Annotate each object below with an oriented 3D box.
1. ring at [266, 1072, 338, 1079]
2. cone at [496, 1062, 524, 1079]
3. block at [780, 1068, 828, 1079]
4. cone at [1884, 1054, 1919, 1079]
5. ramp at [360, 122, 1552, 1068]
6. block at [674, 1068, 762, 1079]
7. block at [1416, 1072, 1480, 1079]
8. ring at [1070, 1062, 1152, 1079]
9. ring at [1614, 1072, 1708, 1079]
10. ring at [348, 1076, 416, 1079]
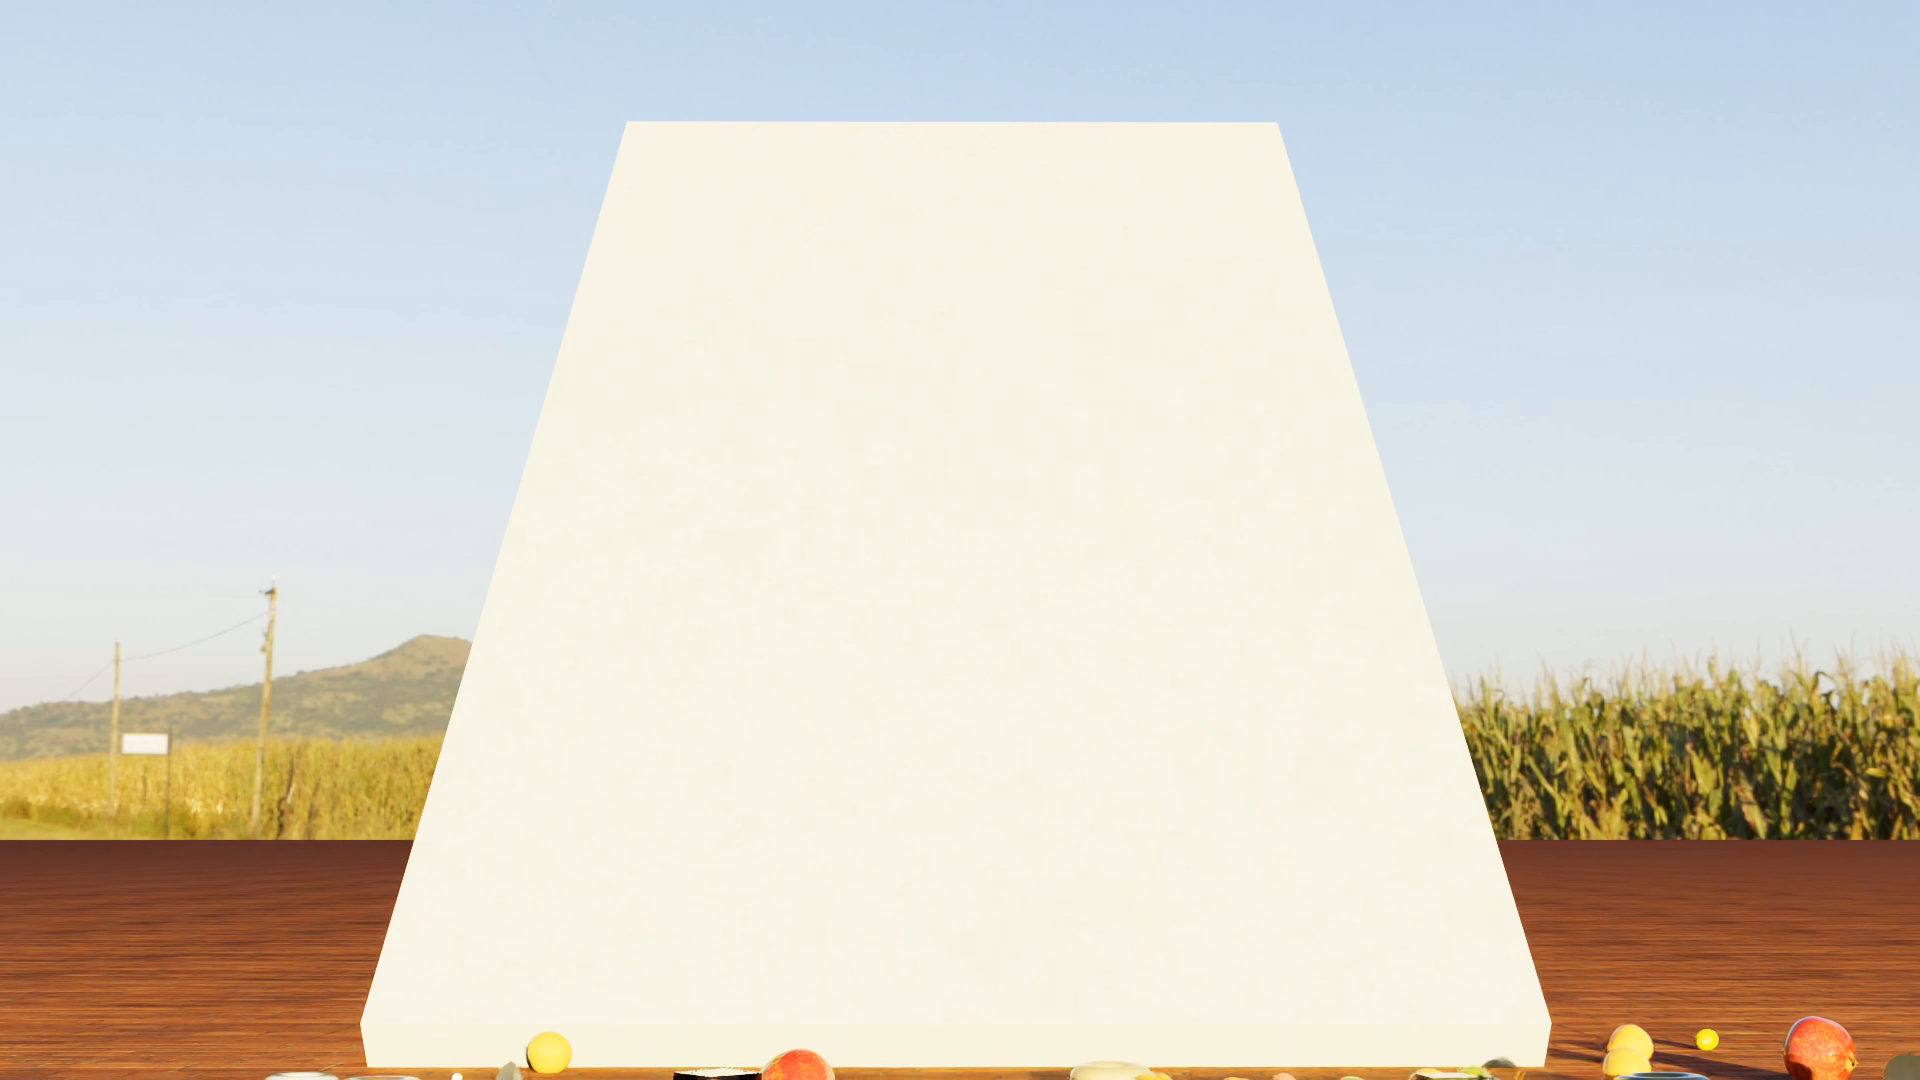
[{"bbox_3d":[-0.982,0.816,3.638,0.116,0.039,0.116,1,-8,0],"label":"ring"},{"bbox_3d":[-0.635,0.807,3.539,0.074,0.074,0.074,32,-20,-22],"label":"cone"},{"bbox_3d":[-0.228,0.800,3.564,0.052,0.052,0.052,-4,-8,28],"label":"block"},{"bbox_3d":[1.360,0.802,3.526,0.090,0.090,0.090,1,-34,-7],"label":"cone"},{"bbox_3d":[-0.015,-0.194,5.826,2.000,0.100,4.000,0,32,0],"label":"ramp"},{"bbox_3d":[-0.319,0.741,3.204,0.083,0.083,0.083,6,-9,-41],"label":"block"},{"bbox_3d":[0.667,0.765,3.335,0.066,0.066,0.066,1,-7,-10],"label":"block"},{"bbox_3d":[0.233,0.829,3.758,0.126,0.042,0.126,1,-5,0],"label":"ring"},{"bbox_3d":[1.013,0.796,3.516,0.149,0.050,0.149,-1,-8,0],"label":"ring"},{"bbox_3d":[-0.837,0.798,3.515,0.135,0.045,0.135,0,-8,0],"label":"ring"}]
